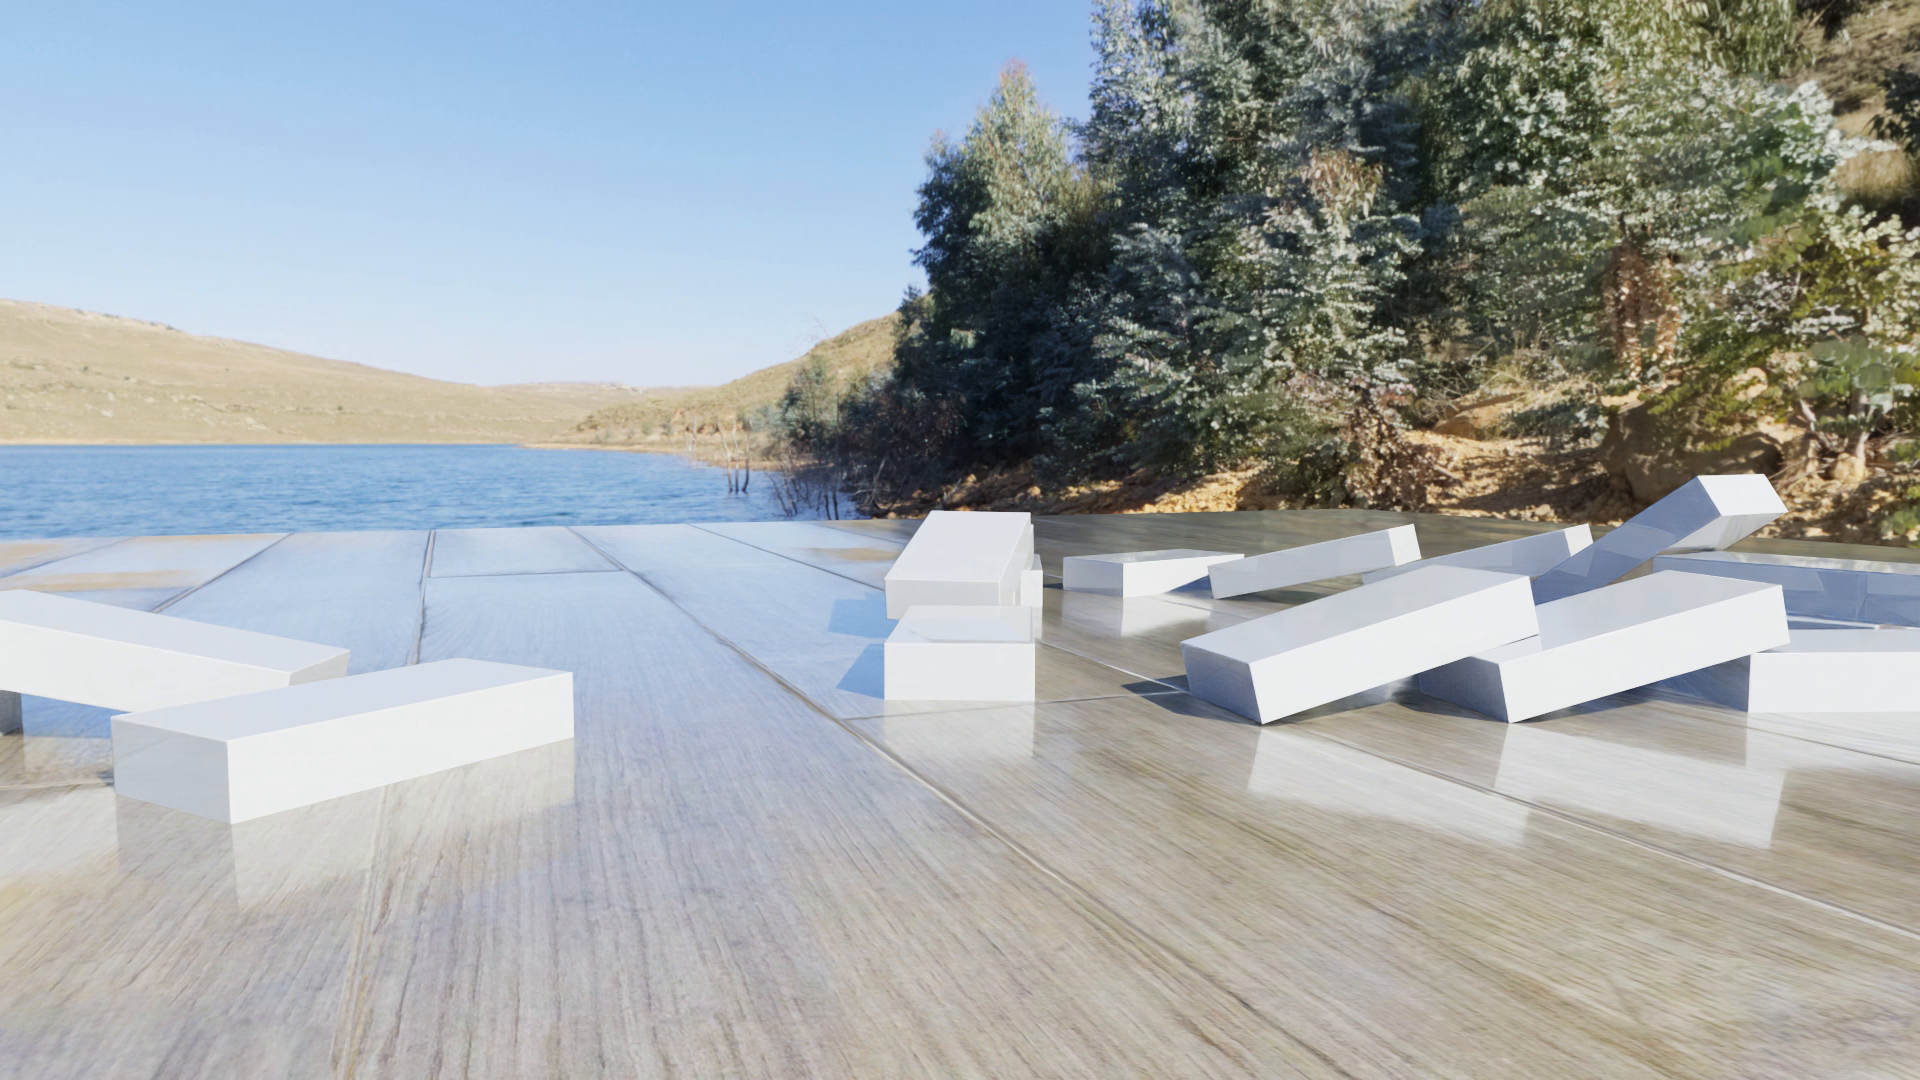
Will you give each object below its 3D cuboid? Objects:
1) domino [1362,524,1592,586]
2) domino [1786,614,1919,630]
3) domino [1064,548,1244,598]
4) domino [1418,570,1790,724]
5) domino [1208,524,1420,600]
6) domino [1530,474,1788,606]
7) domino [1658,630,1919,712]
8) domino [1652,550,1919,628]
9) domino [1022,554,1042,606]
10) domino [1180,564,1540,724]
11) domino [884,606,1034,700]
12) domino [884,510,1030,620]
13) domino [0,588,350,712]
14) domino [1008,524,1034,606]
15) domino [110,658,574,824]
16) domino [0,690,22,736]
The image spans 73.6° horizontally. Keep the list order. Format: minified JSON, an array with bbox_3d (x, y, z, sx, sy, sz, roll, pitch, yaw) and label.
[{"bbox_3d":[0.131,0.007,0.325,0.050,0.010,0.025,-16,-7,37],"label":"domino"},{"bbox_3d":[0.175,0.018,0.259,0.050,0.009,0.025,-4,6,-44],"label":"domino"},{"bbox_3d":[0.058,0.009,0.380,0.050,0.009,0.025,-3,5,-37],"label":"domino"},{"bbox_3d":[0.104,0.017,0.211,0.050,0.009,0.025,-14,7,-9],"label":"domino"},{"bbox_3d":[0.096,0.006,0.348,0.050,0.009,0.025,-13,-4,33],"label":"domino"},{"bbox_3d":[0.154,0.003,0.287,0.025,0.009,0.050,-3,-29,-30],"label":"domino"},{"bbox_3d":[0.150,0.022,0.216,0.050,0.009,0.025,0,4,-2],"label":"domino"},{"bbox_3d":[0.170,0.009,0.256,0.025,0.009,0.050,-3,5,-34],"label":"domino"},{"bbox_3d":[0.010,0.011,0.360,0.025,0.009,0.050,0,4,3],"label":"domino"},{"bbox_3d":[0.065,0.016,0.210,0.050,0.009,0.025,-15,7,-13],"label":"domino"},{"bbox_3d":[0.001,0.020,0.238,0.025,0.010,0.050,0,4,3],"label":"domino"},{"bbox_3d":[0.001,0.005,0.297,0.025,0.009,0.050,1,18,11],"label":"domino"},{"bbox_3d":[-0.122,0.018,0.192,0.050,0.010,0.025,12,1,-8],"label":"domino"},{"bbox_3d":[0.004,0.008,0.319,0.025,0.009,0.050,1,18,8],"label":"domino"},{"bbox_3d":[-0.080,0.025,0.171,0.025,0.010,0.050,3,5,31],"label":"domino"},{"bbox_3d":[-0.163,0.025,0.175,0.050,0.009,0.025,-1,4,-15],"label":"domino"}]
